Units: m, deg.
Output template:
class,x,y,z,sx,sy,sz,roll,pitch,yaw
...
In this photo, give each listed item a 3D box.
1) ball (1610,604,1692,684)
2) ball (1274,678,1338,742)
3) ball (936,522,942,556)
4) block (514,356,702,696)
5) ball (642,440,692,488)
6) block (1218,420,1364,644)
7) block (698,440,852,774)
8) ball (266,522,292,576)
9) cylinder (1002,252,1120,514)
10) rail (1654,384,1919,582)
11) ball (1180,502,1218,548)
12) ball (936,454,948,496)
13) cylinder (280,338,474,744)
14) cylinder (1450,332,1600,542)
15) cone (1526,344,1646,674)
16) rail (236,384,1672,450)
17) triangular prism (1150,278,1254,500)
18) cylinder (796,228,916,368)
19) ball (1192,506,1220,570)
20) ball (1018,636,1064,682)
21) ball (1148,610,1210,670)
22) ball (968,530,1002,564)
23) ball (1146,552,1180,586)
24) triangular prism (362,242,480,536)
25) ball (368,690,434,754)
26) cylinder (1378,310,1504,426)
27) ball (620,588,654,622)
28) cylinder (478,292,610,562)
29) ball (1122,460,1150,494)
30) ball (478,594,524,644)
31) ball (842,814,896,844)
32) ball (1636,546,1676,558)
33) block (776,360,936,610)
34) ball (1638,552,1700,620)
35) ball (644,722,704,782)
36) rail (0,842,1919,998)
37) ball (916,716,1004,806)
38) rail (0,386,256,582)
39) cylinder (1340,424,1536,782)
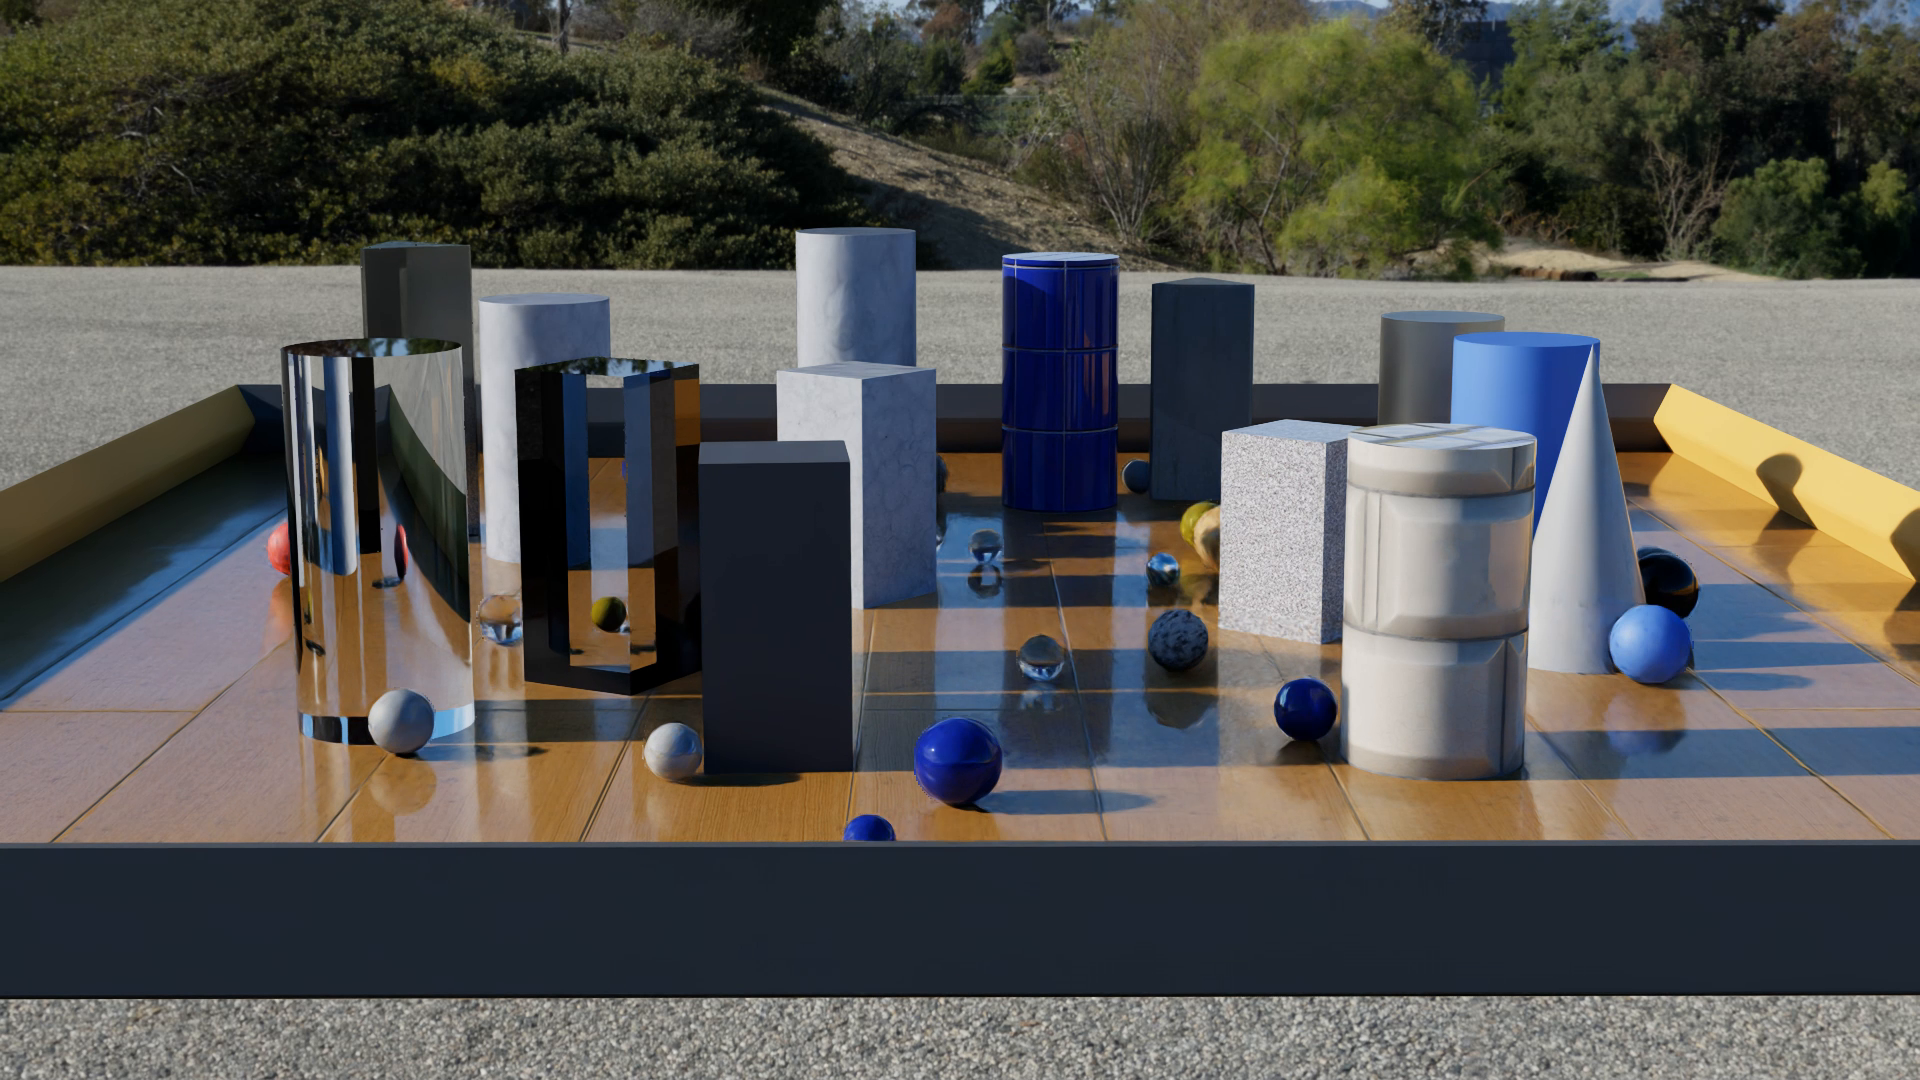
class,x,y,z,sx,sy,sz,roll,pitch,yaw
ball,0.820,0.124,3.048,0.094,0.094,0.094,0,11,0
ball,0.376,0.184,2.792,0.069,0.069,0.069,0,11,0
ball,-0.068,-0.001,3.741,0.086,0.086,0.086,0,11,0
block,-0.416,-0.021,3.061,0.155,0.374,0.155,6,12,28
ball,-0.507,-0.132,4.446,0.086,0.086,0.086,0,11,0
block,0.446,-0.014,3.341,0.155,0.259,0.155,8,13,38
block,-0.195,0.068,2.716,0.155,0.326,0.155,-1,11,-5
ball,-0.956,0.013,3.688,0.078,0.078,0.078,0,11,0
cylinder,0.166,-0.264,4.262,0.193,0.413,0.193,0,11,0
rail,1.341,0.031,3.457,0.045,0.126,2.917,0,11,0
ball,0.370,-0.020,3.873,0.076,0.076,0.076,0,11,0
ball,-0.065,-0.109,4.312,0.089,0.089,0.089,0,11,0
cylinder,-0.642,-0.003,2.835,0.193,0.421,0.193,0,11,0
cylinder,0.764,-0.094,3.492,0.193,0.360,0.193,0,11,0
cone,0.770,-0.047,3.158,0.193,0.390,0.193,0,11,0
rail,-0.008,-0.230,4.860,2.729,0.126,0.045,0,11,0
triangular prism,0.409,-0.260,4.379,0.167,0.364,0.145,1,11,3
cylinder,-0.167,-0.269,4.159,0.193,0.461,0.193,0,11,0
ball,0.386,-0.003,3.729,0.095,0.095,0.095,0,11,0
ball,0.097,0.141,3.061,0.055,0.055,0.055,0,11,0
ball,0.265,0.122,3.114,0.075,0.075,0.075,0,11,0
ball,0.038,0.010,3.783,0.049,0.049,0.049,0,11,0
ball,0.286,0.042,3.616,0.048,0.048,0.048,0,11,0
triangular prism,-0.856,-0.235,3.999,0.167,0.452,0.145,-5,12,-25
ball,-0.596,0.194,2.737,0.070,0.070,0.070,0,11,0
cylinder,0.764,-0.191,4.094,0.193,0.331,0.193,0,11,0
ball,-0.427,0.085,3.389,0.045,0.045,0.045,0,11,0
cylinder,-0.618,-0.170,3.843,0.193,0.382,0.193,0,11,0
ball,0.307,-0.109,4.401,0.058,0.058,0.058,0,11,0
ball,-0.580,0.100,3.260,0.064,0.064,0.064,0,11,0
ball,-0.083,0.276,2.352,0.049,0.049,0.049,0,11,0
ball,0.933,0.053,3.450,0.087,0.087,0.087,0,11,0
block,-0.142,-0.080,3.545,0.155,0.313,0.155,8,13,38
ball,0.918,0.065,3.360,0.097,0.097,0.097,0,11,0
ball,-0.294,0.218,2.636,0.060,0.060,0.060,0,11,0
rail,0.008,0.294,2.038,2.729,0.126,0.045,0,11,0
ball,-0.001,0.220,2.550,0.087,0.087,0.087,0,11,0
rail,-1.341,0.034,3.441,0.045,0.126,2.917,0,11,0
cylinder,0.501,0.061,2.700,0.193,0.344,0.193,0,11,0
